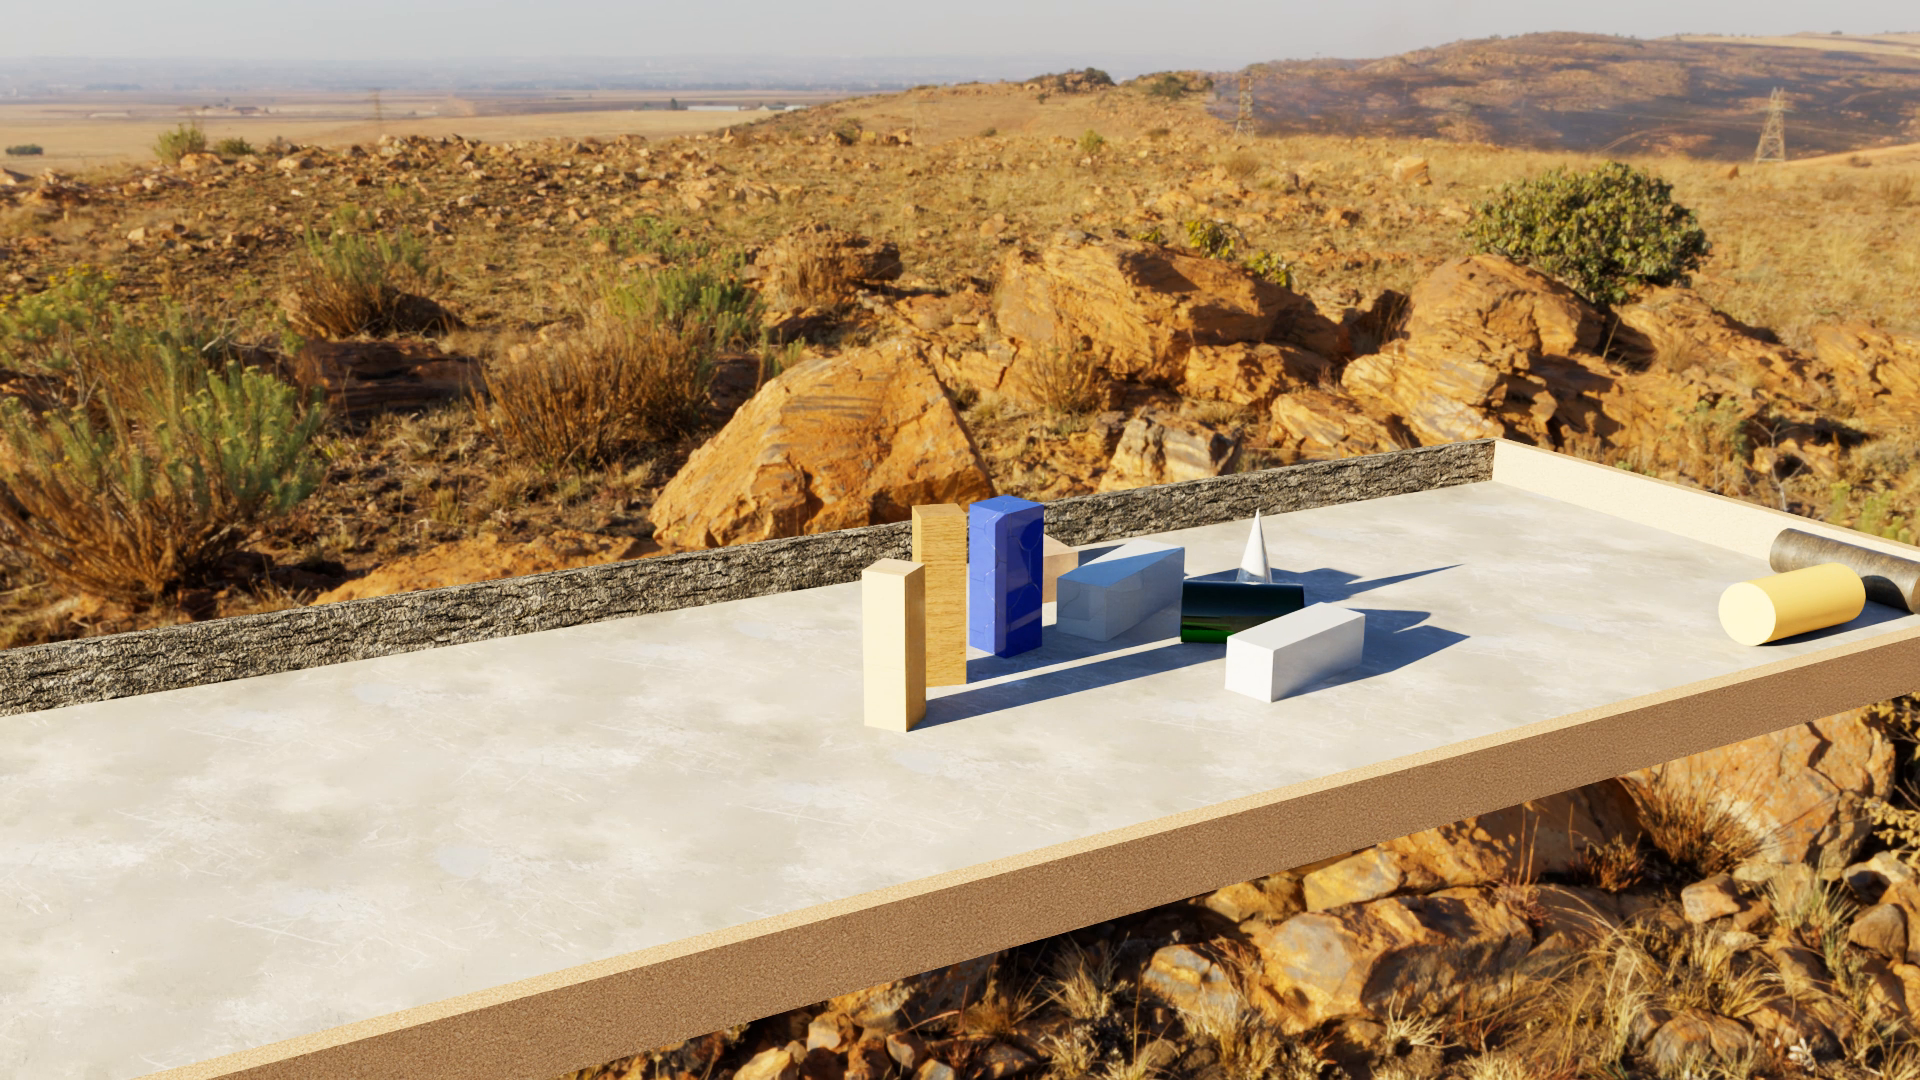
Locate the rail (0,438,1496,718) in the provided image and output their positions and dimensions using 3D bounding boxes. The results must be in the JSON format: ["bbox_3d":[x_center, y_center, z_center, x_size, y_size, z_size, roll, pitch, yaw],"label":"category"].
[{"bbox_3d":[-3.305,0.497,3.399,12.000,0.150,0.050,-9,18,-27],"label":"rail"}]

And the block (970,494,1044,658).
[{"bbox_3d":[0.121,0.095,4.338,0.137,0.391,0.137,-15,22,-42],"label":"block"}]

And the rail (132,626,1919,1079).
[{"bbox_3d":[-2.336,1.006,1.665,12.000,0.150,0.050,-9,18,-27],"label":"rail"}]

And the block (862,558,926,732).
[{"bbox_3d":[-0.152,0.245,3.846,0.108,0.381,0.108,8,18,24],"label":"block"}]

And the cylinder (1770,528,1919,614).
[{"bbox_3d":[2.604,0.086,4.806,0.144,0.144,0.442,-9,19,-28],"label":"cylinder"}]

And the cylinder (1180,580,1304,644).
[{"bbox_3d":[0.749,0.195,4.397,0.316,0.166,0.166,2,16,7],"label":"cylinder"}]

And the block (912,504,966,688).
[{"bbox_3d":[-0.052,0.138,4.105,0.113,0.440,0.113,-3,17,-12],"label":"block"}]

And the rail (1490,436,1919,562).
[{"bbox_3d":[2.466,-0.048,5.253,0.050,0.150,2.100,-9,18,-27],"label":"rail"}]

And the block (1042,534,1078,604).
[{"bbox_3d":[0.195,0.062,4.893,0.141,0.141,0.375,-8,18,-25],"label":"block"}]

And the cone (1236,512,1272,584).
[{"bbox_3d":[0.830,0.055,4.634,0.142,0.300,0.142,0,16,0],"label":"cone"}]

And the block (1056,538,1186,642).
[{"bbox_3d":[0.455,0.135,4.624,0.153,0.153,0.456,11,20,33],"label":"block"}]

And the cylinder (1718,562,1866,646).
[{"bbox_3d":[2.257,0.171,4.472,0.376,0.169,0.169,-9,19,-27],"label":"cylinder"}]

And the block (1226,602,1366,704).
[{"bbox_3d":[0.849,0.280,4.161,0.392,0.136,0.136,-15,22,-41],"label":"block"}]
